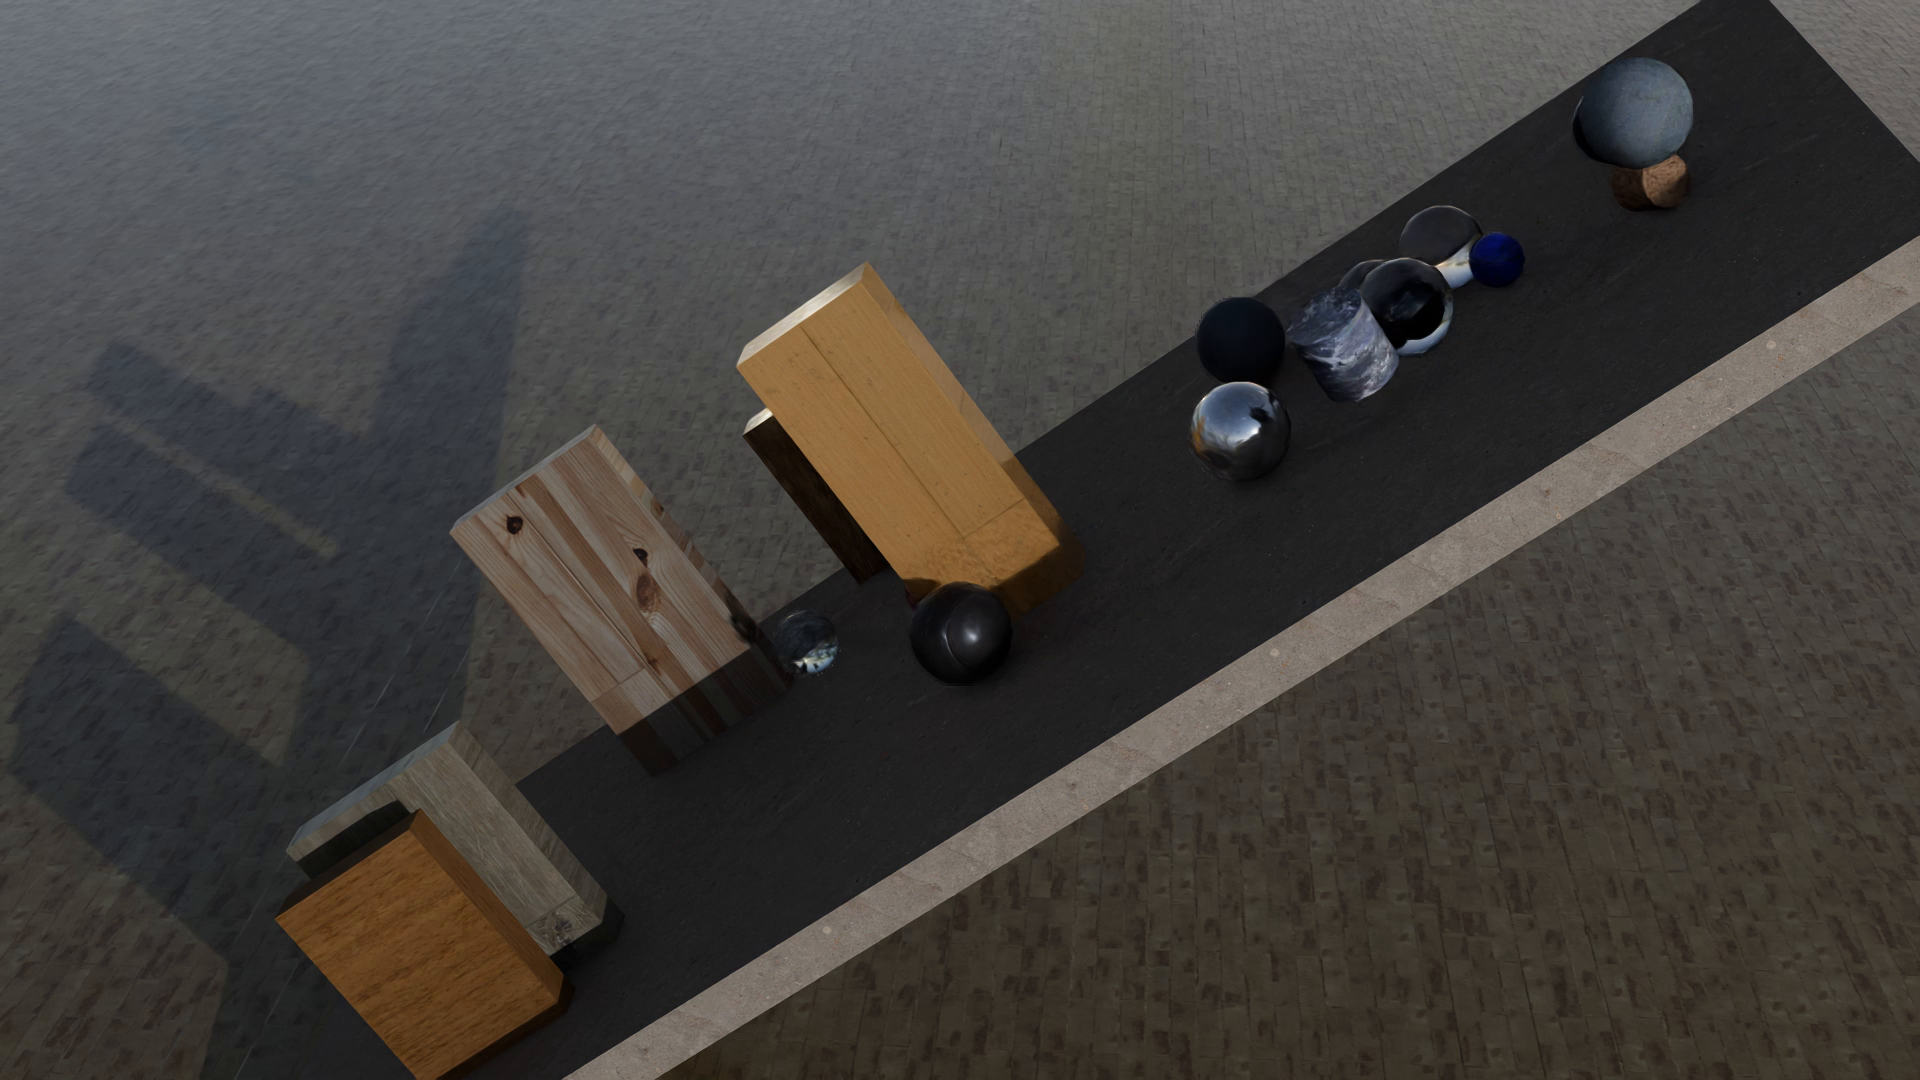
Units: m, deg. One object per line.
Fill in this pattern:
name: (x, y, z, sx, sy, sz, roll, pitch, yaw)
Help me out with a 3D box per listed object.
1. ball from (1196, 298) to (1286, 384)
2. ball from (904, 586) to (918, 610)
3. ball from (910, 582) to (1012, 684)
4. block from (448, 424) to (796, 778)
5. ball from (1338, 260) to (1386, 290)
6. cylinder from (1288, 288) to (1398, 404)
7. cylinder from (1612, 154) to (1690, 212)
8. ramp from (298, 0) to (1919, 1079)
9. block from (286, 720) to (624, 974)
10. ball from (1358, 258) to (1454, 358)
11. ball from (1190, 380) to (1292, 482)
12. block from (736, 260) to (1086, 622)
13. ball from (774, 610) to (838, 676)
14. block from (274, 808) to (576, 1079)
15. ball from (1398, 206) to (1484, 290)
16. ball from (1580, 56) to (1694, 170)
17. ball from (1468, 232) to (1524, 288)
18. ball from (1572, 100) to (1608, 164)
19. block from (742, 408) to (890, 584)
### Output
ball: (0.615, -0.434, 6.445, 0.194, 0.194, 0.194, 0, 22, 0)
ball: (-0.057, 0.110, 6.490, 0.130, 0.130, 0.130, 0, 22, 0)
ball: (0.002, 0.189, 5.983, 0.209, 0.209, 0.209, 0, 22, 0)
block: (-0.777, 0.147, 6.809, 0.415, 0.754, 0.084, -33, 16, 16)
ball: (0.865, -0.497, 6.111, 0.172, 0.172, 0.172, 0, 22, 0)
cylinder: (0.740, -0.376, 5.683, 0.159, 0.159, 0.159, -26, 33, 18)
cylinder: (1.346, -0.698, 5.731, 0.108, 0.108, 0.108, -8, 6, -20)
ramp: (0.133, 0.176, 6.313, 4.000, 0.100, 2.000, -33, 16, 16)
block: (-1.051, 0.718, 6.149, 0.443, 0.554, 0.104, -33, 16, 16)
ball: (0.874, -0.458, 5.790, 0.195, 0.195, 0.195, 0, 22, 0)
ball: (0.564, -0.218, 5.918, 0.204, 0.204, 0.204, 0, 22, 0)
block: (-0.095, -0.167, 6.145, 0.319, 0.781, 0.145, -33, 16, 16)
ball: (-0.352, 0.236, 6.751, 0.147, 0.147, 0.147, 0, 22, 0)
block: (-1.082, 0.840, 5.968, 0.357, 0.500, 0.096, -33, 16, 16)
ball: (1.001, -0.606, 6.110, 0.178, 0.178, 0.178, 0, 22, 0)
ball: (1.269, -0.801, 5.517, 0.209, 0.209, 0.209, 0, 22, 0)
ball: (1.083, -0.566, 5.938, 0.111, 0.111, 0.111, 0, 22, 0)
ball: (1.353, -0.863, 6.089, 0.168, 0.168, 0.168, 0, 22, 0)
block: (-0.279, -0.156, 7.110, 0.247, 0.469, 0.113, -33, 16, 16)
